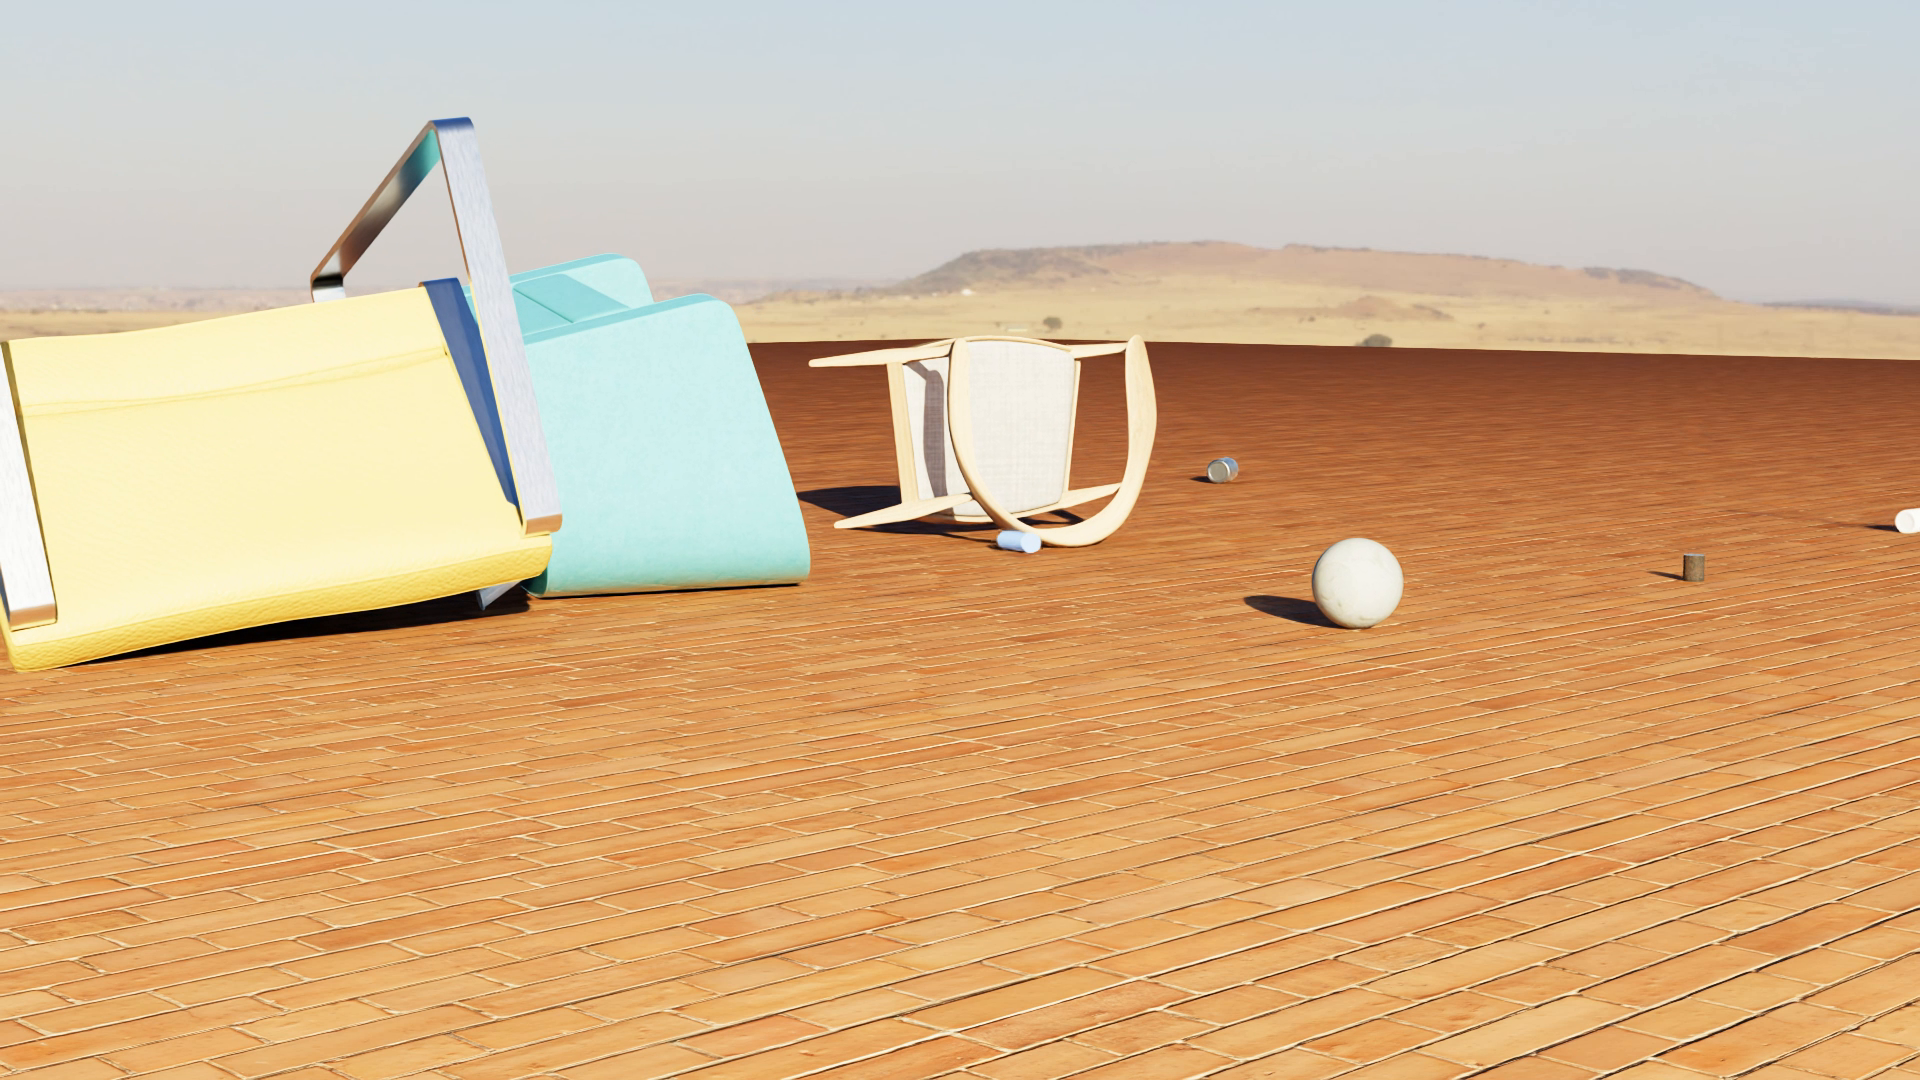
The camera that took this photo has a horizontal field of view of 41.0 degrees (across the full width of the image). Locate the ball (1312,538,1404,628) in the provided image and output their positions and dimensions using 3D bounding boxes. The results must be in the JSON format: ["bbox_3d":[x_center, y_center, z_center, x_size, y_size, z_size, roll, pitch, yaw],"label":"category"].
[{"bbox_3d":[0.743,0.081,4.795,0.170,0.170,0.170,0,6,0],"label":"ball"}]

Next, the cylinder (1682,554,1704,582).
[{"bbox_3d":[1.588,0.060,5.553,0.045,0.056,0.040,2,6,16],"label":"cylinder"}]
